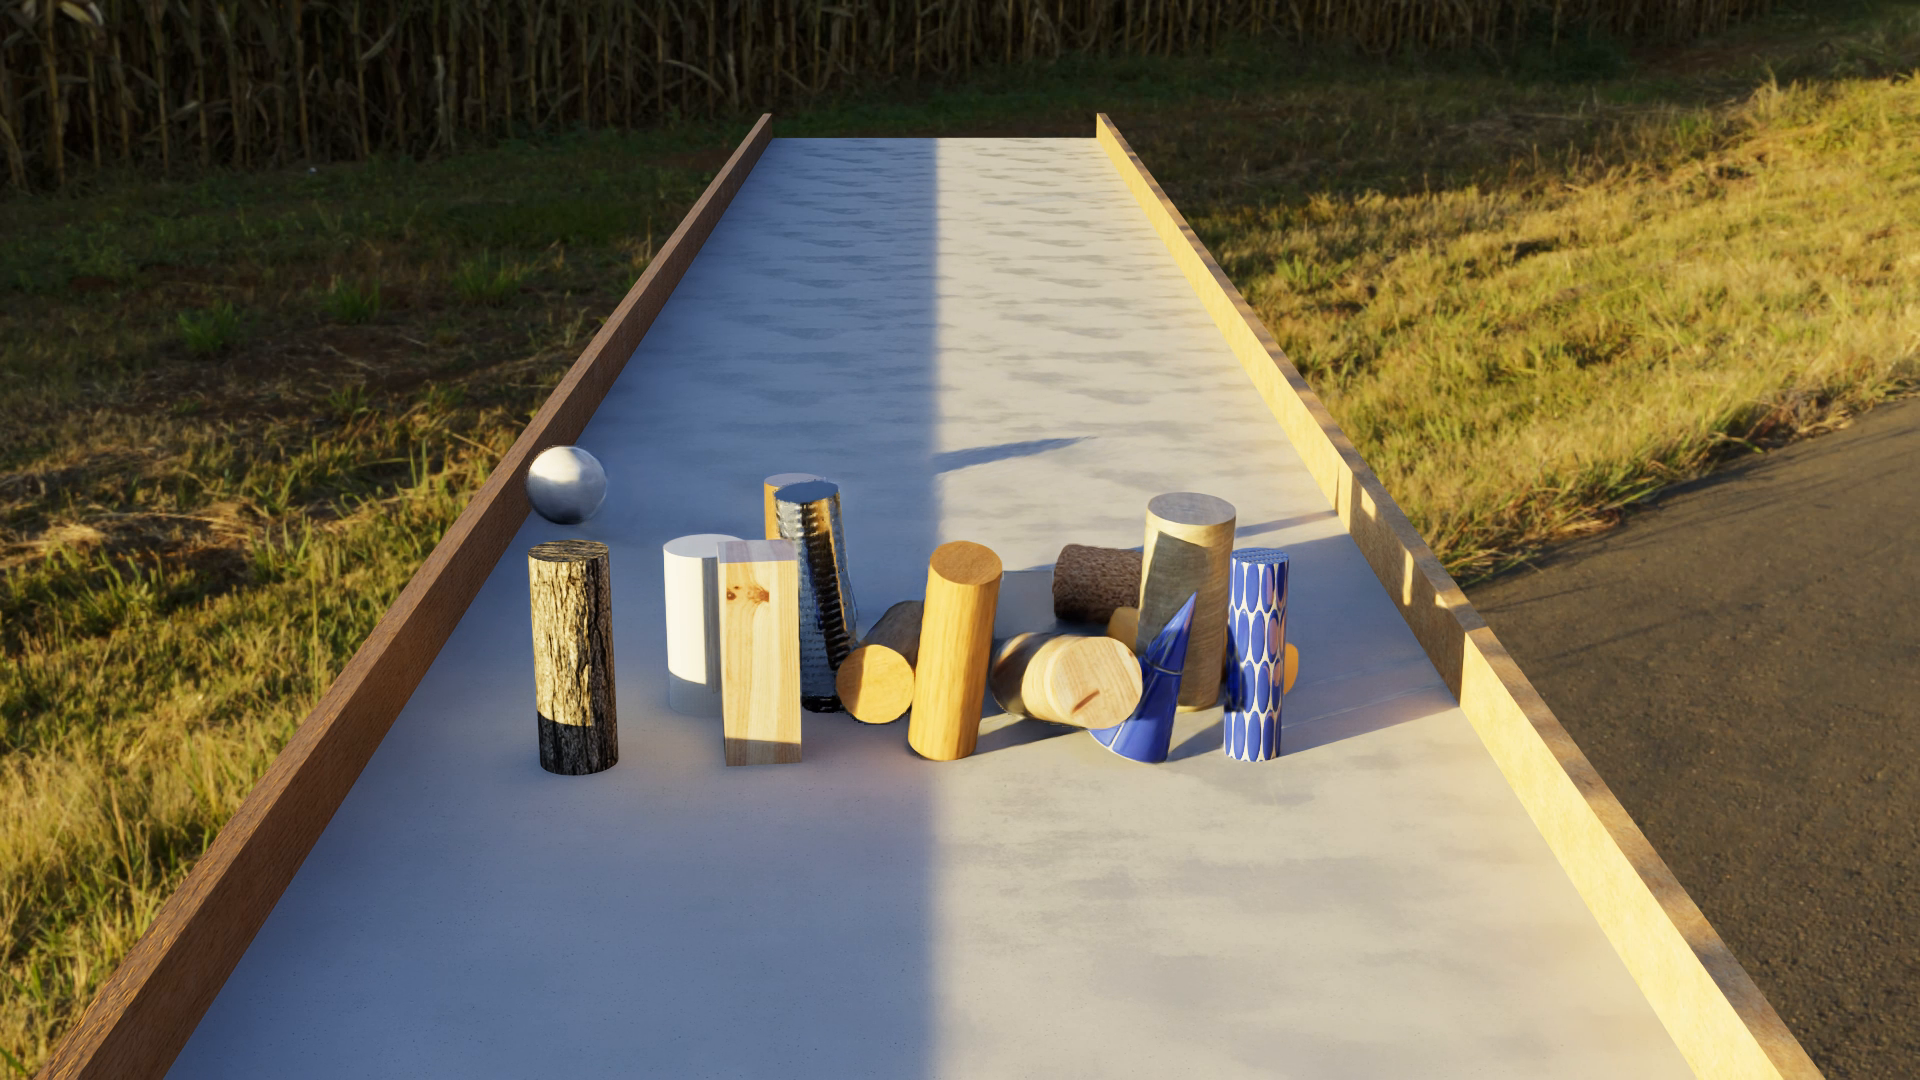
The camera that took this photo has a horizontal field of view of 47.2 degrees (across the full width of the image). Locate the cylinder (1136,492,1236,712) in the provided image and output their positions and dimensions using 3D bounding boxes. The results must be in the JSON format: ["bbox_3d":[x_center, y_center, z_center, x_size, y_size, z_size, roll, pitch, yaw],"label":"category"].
[{"bbox_3d":[0.420,0.117,4.134,0.165,0.381,0.165,2,23,-1],"label":"cylinder"}]

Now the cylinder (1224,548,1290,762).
[{"bbox_3d":[0.525,0.203,3.901,0.103,0.366,0.103,0,17,0],"label":"cylinder"}]

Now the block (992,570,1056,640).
[{"bbox_3d":[0.059,0.125,4.375,0.121,0.121,0.448,-5,0,-16],"label":"block"}]

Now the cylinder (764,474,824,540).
[{"bbox_3d":[-0.326,0.062,4.365,0.116,0.373,0.116,0,17,0],"label":"cylinder"}]

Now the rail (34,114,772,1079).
[{"bbox_3d":[-1.118,-0.838,7.780,0.050,0.150,12.000,0,17,-1],"label":"rail"}]

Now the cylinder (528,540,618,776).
[{"bbox_3d":[-0.676,0.205,3.853,0.138,0.390,0.138,0,17,0],"label":"cylinder"}]

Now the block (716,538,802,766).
[{"bbox_3d":[-0.356,0.199,3.900,0.133,0.375,0.133,-2,17,-8],"label":"block"}]

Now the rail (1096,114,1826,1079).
[{"bbox_3d":[0.932,-0.844,7.801,0.050,0.150,12.000,0,17,-1],"label":"rail"}]

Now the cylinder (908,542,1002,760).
[{"bbox_3d":[-0.010,0.197,3.839,0.124,0.395,0.124,5,36,-4],"label":"cylinder"}]

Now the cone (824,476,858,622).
[{"bbox_3d":[-0.281,0.014,4.633,0.132,0.311,0.132,0,17,0],"label":"cone"}]

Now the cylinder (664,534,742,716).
[{"bbox_3d":[-0.475,0.159,4.148,0.155,0.310,0.155,0,17,0],"label":"cylinder"}]

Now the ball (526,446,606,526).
[{"bbox_3d":[-0.955,-0.133,5.334,0.193,0.193,0.193,0,17,0],"label":"ball"}]

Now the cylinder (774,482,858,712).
[{"bbox_3d":[-0.263,0.107,4.114,0.120,0.418,0.120,-5,20,2],"label":"cylinder"}]

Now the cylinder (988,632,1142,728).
[{"bbox_3d":[0.182,0.246,3.915,0.157,0.157,0.417,-4,0,-15],"label":"cylinder"}]

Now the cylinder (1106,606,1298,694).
[{"bbox_3d":[0.474,0.215,4.324,0.380,0.102,0.102,12,21,36],"label":"cylinder"}]

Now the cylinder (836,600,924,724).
[{"bbox_3d":[-0.121,0.223,4.137,0.143,0.143,0.426,2,10,8],"label":"cylinder"}]

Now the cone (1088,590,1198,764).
[{"bbox_3d":[0.355,0.219,3.871,0.160,0.315,0.160,20,22,-8],"label":"cone"}]

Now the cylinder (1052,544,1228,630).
[{"bbox_3d":[0.391,0.107,4.587,0.365,0.159,0.159,7,18,21],"label":"cylinder"}]
